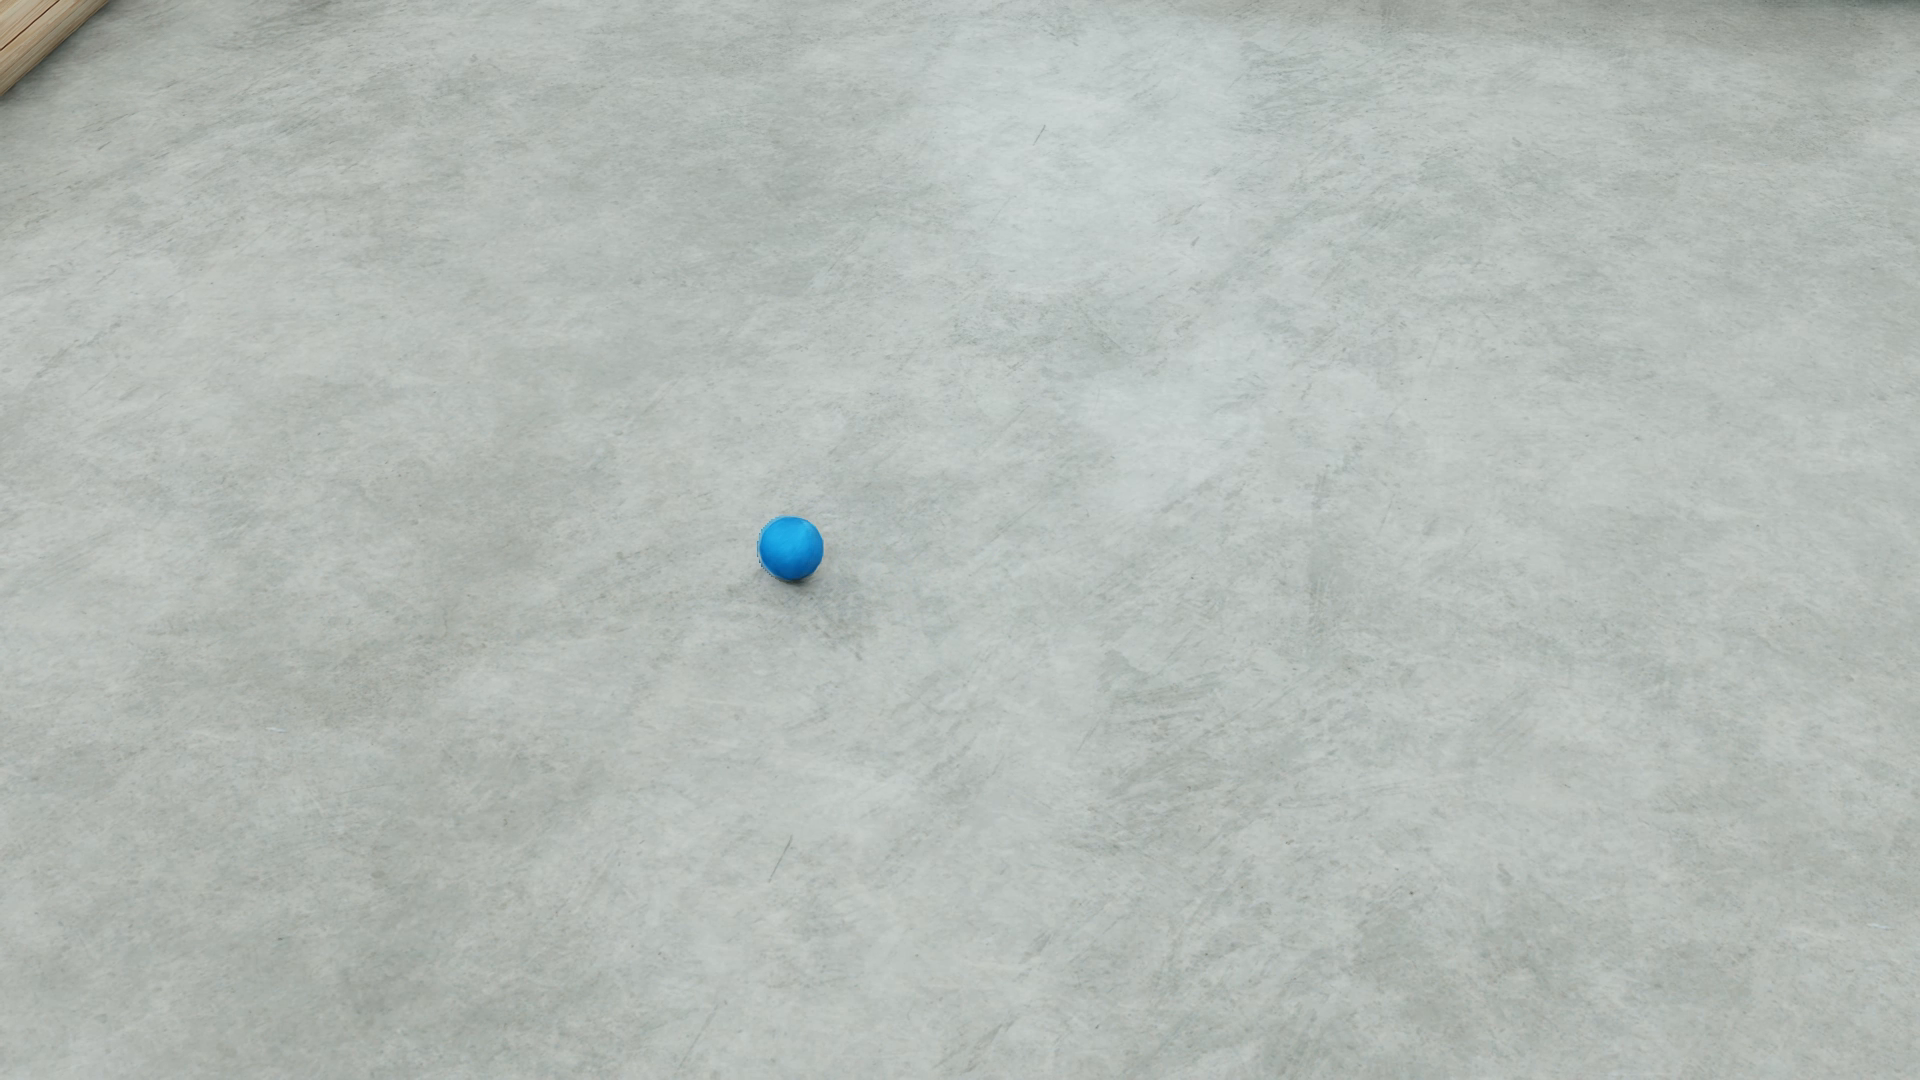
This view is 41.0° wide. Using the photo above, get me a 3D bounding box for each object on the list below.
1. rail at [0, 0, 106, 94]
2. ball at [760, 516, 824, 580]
[{"bbox_3d":[-0.996,-0.128,1.912,0.045,0.116,2.335,6,36,9],"label":"rail"},{"bbox_3d":[-0.117,0.006,1.786,0.045,0.045,0.045,0,35,0],"label":"ball"}]
